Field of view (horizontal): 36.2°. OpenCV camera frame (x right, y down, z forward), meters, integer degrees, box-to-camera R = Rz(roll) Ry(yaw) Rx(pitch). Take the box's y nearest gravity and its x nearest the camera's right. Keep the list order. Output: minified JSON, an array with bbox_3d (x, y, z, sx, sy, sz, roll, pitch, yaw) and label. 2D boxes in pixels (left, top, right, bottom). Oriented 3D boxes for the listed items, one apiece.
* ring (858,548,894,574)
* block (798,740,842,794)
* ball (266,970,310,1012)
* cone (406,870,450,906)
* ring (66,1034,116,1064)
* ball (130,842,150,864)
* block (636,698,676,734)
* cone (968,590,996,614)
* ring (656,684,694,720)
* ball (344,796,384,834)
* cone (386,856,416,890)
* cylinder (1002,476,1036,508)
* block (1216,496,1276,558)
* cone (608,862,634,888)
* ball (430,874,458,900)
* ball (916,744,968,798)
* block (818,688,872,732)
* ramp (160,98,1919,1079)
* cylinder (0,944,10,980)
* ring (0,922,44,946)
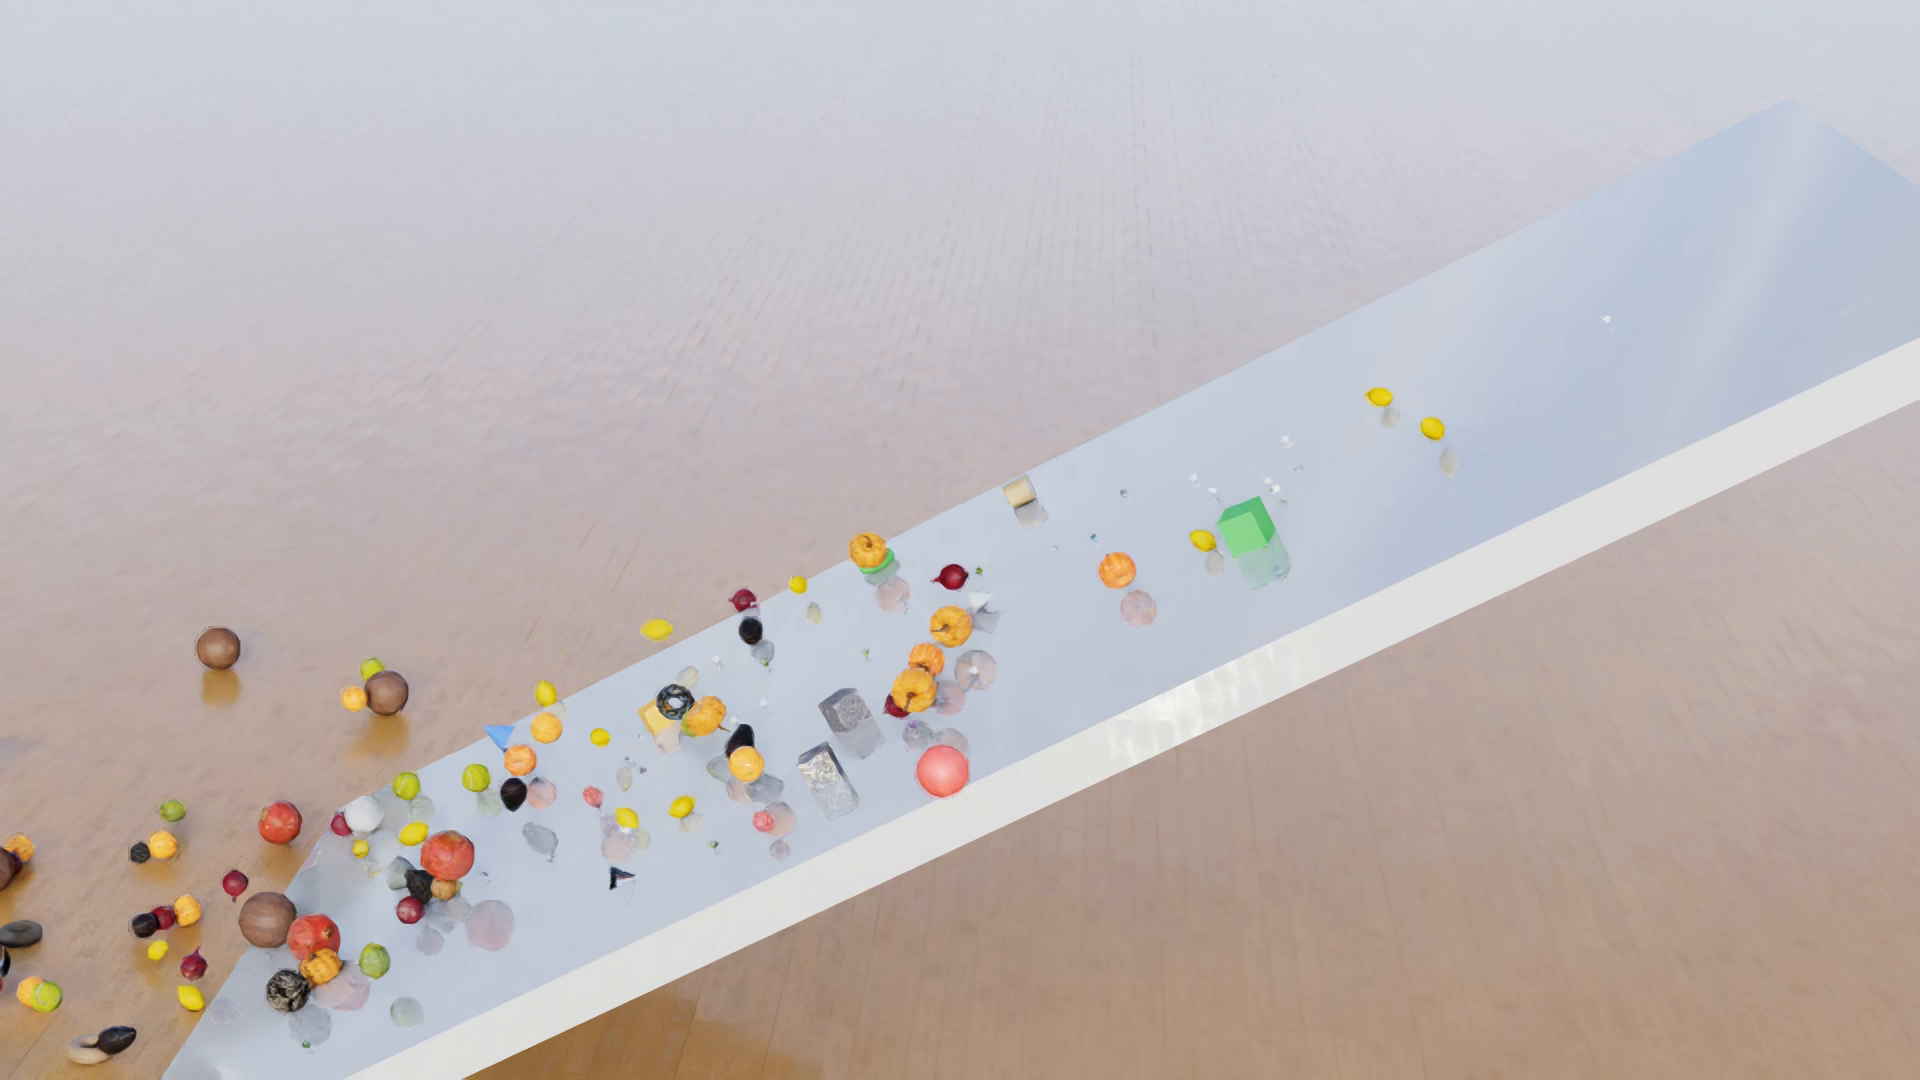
[{"bbox_3d":[-0.201,0.051,7.090,0.094,0.031,0.094,-26,14,7],"label":"ring"},{"bbox_3d":[-0.273,0.445,5.747,0.065,0.065,0.065,-27,14,5],"label":"block"},{"bbox_3d":[-1.399,0.939,6.121,0.089,0.089,0.089,0,17,0],"label":"ball"},{"bbox_3d":[-1.145,0.739,6.391,0.087,0.087,0.087,-22,27,-34],"label":"cone"},{"bbox_3d":[-1.906,1.116,6.450,0.107,0.036,0.107,2,17,-1],"label":"ring"},{"bbox_3d":[-2.082,0.794,7.468,0.052,0.052,0.052,0,17,0],"label":"ball"},{"bbox_3d":[-0.696,0.402,6.740,0.058,0.058,0.058,-33,14,-18],"label":"block"},{"bbox_3d":[0.052,0.125,6.296,0.054,0.054,0.054,-16,14,12],"label":"cone"},{"bbox_3d":[-0.646,0.369,6.666,0.087,0.087,0.029,1,21,3],"label":"ring"},{"bbox_3d":[-1.453,0.672,7.176,0.093,0.093,0.093,0,17,0],"label":"ball"},{"bbox_3d":[-1.223,0.751,6.565,0.079,0.079,0.079,9,19,23],"label":"cone"},{"bbox_3d":[0.141,-0.113,6.947,0.060,0.060,0.060,-26,14,11],"label":"cylinder"},{"bbox_3d":[0.562,-0.026,5.778,0.077,0.077,0.077,-22,15,26],"label":"block"},{"bbox_3d":[-0.662,0.666,5.802,0.052,0.052,0.052,15,12,-21],"label":"cone"},{"bbox_3d":[-1.108,0.746,6.316,0.056,0.056,0.056,0,17,0],"label":"ball"},{"bbox_3d":[-0.031,0.417,5.312,0.095,0.095,0.095,0,17,0],"label":"ball"},{"bbox_3d":[-0.236,0.348,6.019,0.066,0.066,0.066,-36,15,-26],"label":"block"},{"bbox_3d":[0.140,0.167,6.281,4.000,0.100,2.000,-26,14,10],"label":"ramp"},{"bbox_3d":[-2.256,0.967,6.799,0.100,0.100,0.100,-9,12,-28],"label":"cylinder"},{"bbox_3d":[-2.244,0.941,7.022,0.106,0.035,0.106,0,16,0],"label":"ring"}]
